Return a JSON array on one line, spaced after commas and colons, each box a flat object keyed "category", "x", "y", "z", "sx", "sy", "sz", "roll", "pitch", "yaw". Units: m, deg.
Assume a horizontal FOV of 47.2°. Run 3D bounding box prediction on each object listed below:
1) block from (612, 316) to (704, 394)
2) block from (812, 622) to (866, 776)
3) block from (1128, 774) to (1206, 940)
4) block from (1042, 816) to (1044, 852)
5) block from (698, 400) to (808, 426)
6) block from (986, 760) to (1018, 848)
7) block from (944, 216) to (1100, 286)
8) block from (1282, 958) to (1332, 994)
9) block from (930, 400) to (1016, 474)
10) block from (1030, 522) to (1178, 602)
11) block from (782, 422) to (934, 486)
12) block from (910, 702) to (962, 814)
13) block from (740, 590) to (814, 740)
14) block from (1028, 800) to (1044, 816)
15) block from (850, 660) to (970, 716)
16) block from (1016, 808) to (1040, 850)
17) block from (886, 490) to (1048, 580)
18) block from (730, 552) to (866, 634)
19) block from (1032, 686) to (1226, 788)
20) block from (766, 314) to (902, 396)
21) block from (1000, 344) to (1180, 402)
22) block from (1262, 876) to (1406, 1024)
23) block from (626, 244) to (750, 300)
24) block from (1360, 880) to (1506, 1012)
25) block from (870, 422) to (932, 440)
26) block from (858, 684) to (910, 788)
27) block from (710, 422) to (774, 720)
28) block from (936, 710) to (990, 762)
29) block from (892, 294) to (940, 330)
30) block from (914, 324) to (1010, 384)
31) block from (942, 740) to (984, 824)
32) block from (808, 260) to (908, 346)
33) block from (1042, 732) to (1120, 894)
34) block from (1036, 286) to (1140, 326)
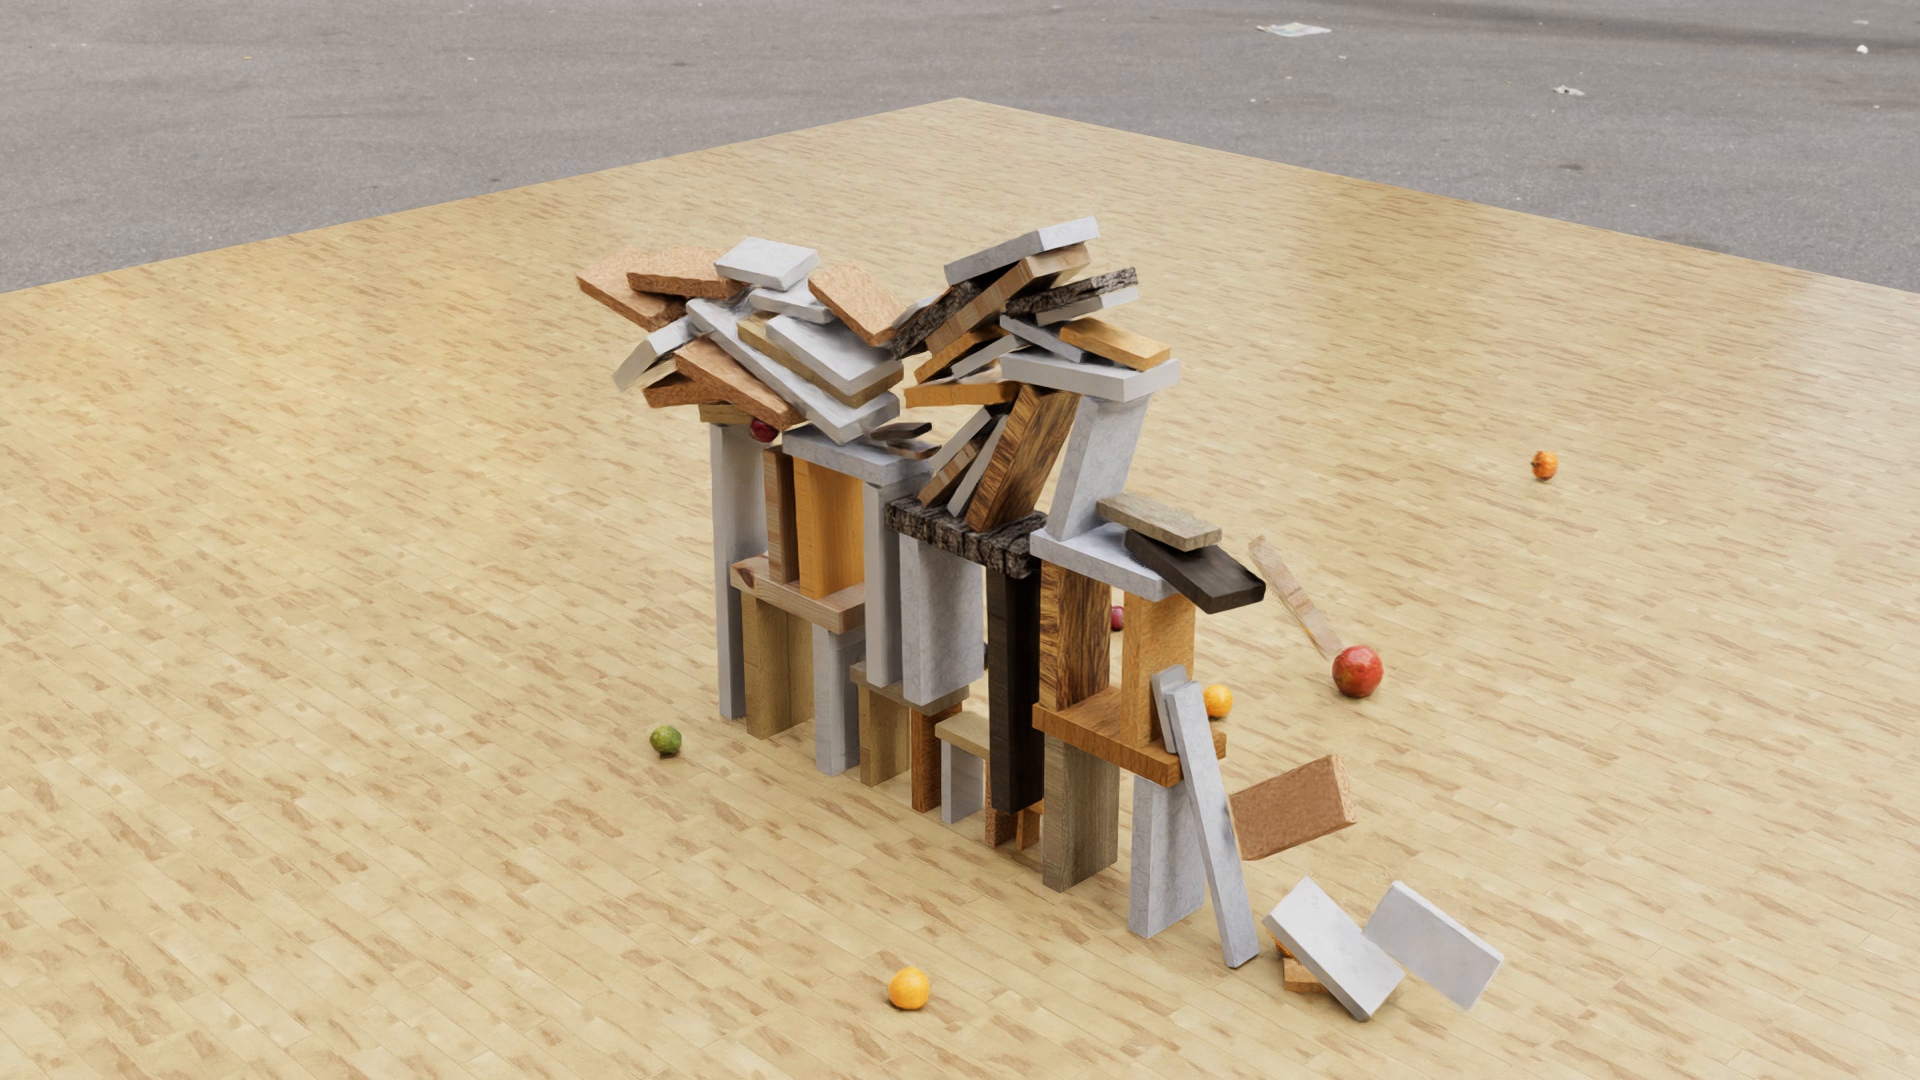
[{"category": "block", "x": -0.627, "y": -0.407, "z": 4.699, "sx": 0.165, "sy": 0.047, "sz": 0.330, "roll": -31, "pitch": 2, "yaw": -24}, {"category": "block", "x": -0.225, "y": 0.308, "z": 4.599, "sx": 0.048, "sy": 0.340, "sz": 0.170, "roll": 21, "pitch": 31, "yaw": 41}, {"category": "block", "x": 0.386, "y": 0.553, "z": 4.039, "sx": 0.164, "sy": 0.328, "sz": 0.046, "roll": -21, "pitch": 31, "yaw": -40}, {"category": "block", "x": 0.181, "y": 0.574, "z": 4.278, "sx": 0.014, "sy": 0.101, "sz": 0.050, "roll": 20, "pitch": 30, "yaw": 40}, {"category": "block", "x": -0.398, "y": -0.275, "z": 4.566, "sx": 0.143, "sy": 0.041, "sz": 0.286, "roll": -20, "pitch": 18, "yaw": -41}, {"category": "block", "x": 0.092, "y": 0.504, "z": 4.336, "sx": 0.092, "sy": 0.184, "sz": 0.026, "roll": -21, "pitch": 31, "yaw": -41}, {"category": "block", "x": 0.107, "y": -0.514, "z": 3.913, "sx": 0.136, "sy": 0.039, "sz": 0.273, "roll": -20, "pitch": 5, "yaw": -38}, {"category": "block", "x": 0.647, "y": 0.776, "z": 3.906, "sx": 0.143, "sy": 0.020, "sz": 0.072, "roll": 2, "pitch": 23, "yaw": 6}, {"category": "block", "x": 0.035, "y": -0.199, "z": 4.102, "sx": 0.102, "sy": 0.203, "sz": 0.029, "roll": -22, "pitch": 75, "yaw": -41}, {"category": "block", "x": 0.284, "y": 0.027, "z": 3.925, "sx": 0.297, "sy": 0.042, "sz": 0.148, "roll": 21, "pitch": 31, "yaw": 41}, {"category": "block", "x": -0.198, "y": -0.179, "z": 4.352, "sx": 0.150, "sy": 0.043, "sz": 0.301, "roll": -21, "pitch": 28, "yaw": -40}, {"category": "block", "x": -0.047, "y": 0.429, "z": 4.457, "sx": 0.032, "sy": 0.229, "sz": 0.114, "roll": 21, "pitch": 31, "yaw": 40}, {"category": "block", "x": -0.385, "y": 0.246, "z": 4.746, "sx": 0.048, "sy": 0.340, "sz": 0.170, "roll": 21, "pitch": 31, "yaw": 41}, {"category": "block", "x": 0.159, "y": 0.511, "z": 4.275, "sx": 0.050, "sy": 0.014, "sz": 0.101, "roll": -21, "pitch": 29, "yaw": -40}, {"category": "block", "x": -0.103, "y": 0.288, "z": 4.456, "sx": 0.229, "sy": 0.032, "sz": 0.114, "roll": 21, "pitch": 31, "yaw": 40}, {"category": "block", "x": 0.135, "y": 0.556, "z": 4.320, "sx": 0.050, "sy": 0.101, "sz": 0.014, "roll": -21, "pitch": 34, "yaw": -40}, {"category": "block", "x": 0.045, "y": -0.024, "z": 4.171, "sx": 0.178, "sy": 0.050, "sz": 0.355, "roll": -21, "pitch": 31, "yaw": -40}, {"category": "block", "x": -0.305, "y": 0.098, "z": 4.596, "sx": 0.340, "sy": 0.048, "sz": 0.170, "roll": 21, "pitch": 31, "yaw": 41}, {"category": "block", "x": 0.309, "y": 0.350, "z": 4.038, "sx": 0.328, "sy": 0.046, "sz": 0.164, "roll": 21, "pitch": 31, "yaw": 41}, {"category": "block", "x": -0.248, "y": -0.381, "z": 4.293, "sx": 0.130, "sy": 0.037, "sz": 0.261, "roll": -31, "pitch": 49, "yaw": -28}, {"category": "block", "x": 0.226, "y": -0.300, "z": 3.856, "sx": 0.145, "sy": 0.041, "sz": 0.291, "roll": -21, "pitch": 26, "yaw": -40}, {"category": "block", "x": 0.653, "y": 0.713, "z": 3.841, "sx": 0.240, "sy": 0.034, "sz": 0.120, "roll": 45, "pitch": 51, "yaw": 11}, {"category": "block", "x": -0.546, "y": -0.562, "z": 4.598, "sx": 0.290, "sy": 0.041, "sz": 0.145, "roll": 11, "pitch": 37, "yaw": 39}, {"category": "block", "x": 0.802, "y": 0.687, "z": 3.732, "sx": 0.219, "sy": 0.109, "sz": 0.031, "roll": 35, "pitch": 21, "yaw": 23}, {"category": "block", "x": -0.113, "y": -0.209, "z": 4.222, "sx": 0.112, "sy": 0.016, "sz": 0.056, "roll": 0, "pitch": 19, "yaw": 42}, {"category": "block", "x": -0.155, "y": 0.387, "z": 4.555, "sx": 0.114, "sy": 0.229, "sz": 0.032, "roll": -21, "pitch": 31, "yaw": -41}, {"category": "block", "x": -0.463, "y": 0.057, "z": 4.758, "sx": 0.041, "sy": 0.675, "sz": 0.143, "roll": 20, "pitch": 29, "yaw": 41}, {"category": "block", "x": 0.048, "y": 0.390, "z": 4.335, "sx": 0.092, "sy": 0.026, "sz": 0.184, "roll": -21, "pitch": 31, "yaw": -41}, {"category": "block", "x": -0.081, "y": -0.428, "z": 4.129, "sx": 0.055, "sy": 0.016, "sz": 0.111, "roll": -22, "pitch": -6, "yaw": -32}, {"category": "block", "x": 0.003, "y": -0.345, "z": 4.069, "sx": 0.093, "sy": 0.026, "sz": 0.185, "roll": -18, "pitch": -9, "yaw": -40}, {"category": "block", "x": 0.005, "y": 0.470, "z": 4.416, "sx": 0.092, "sy": 0.184, "sz": 0.026, "roll": -21, "pitch": 31, "yaw": -41}, {"category": "block", "x": -0.189, "y": -0.458, "z": 4.244, "sx": 0.106, "sy": 0.030, "sz": 0.211, "roll": -27, "pitch": 52, "yaw": -27}, {"category": "block", "x": 0.232, "y": 0.492, "z": 4.182, "sx": 0.164, "sy": 0.328, "sz": 0.046, "roll": -21, "pitch": 31, "yaw": -41}, {"category": "block", "x": 0.220, "y": -0.406, "z": 3.819, "sx": 0.086, "sy": 0.024, "sz": 0.173, "roll": -20, "pitch": 7, "yaw": -38}]
